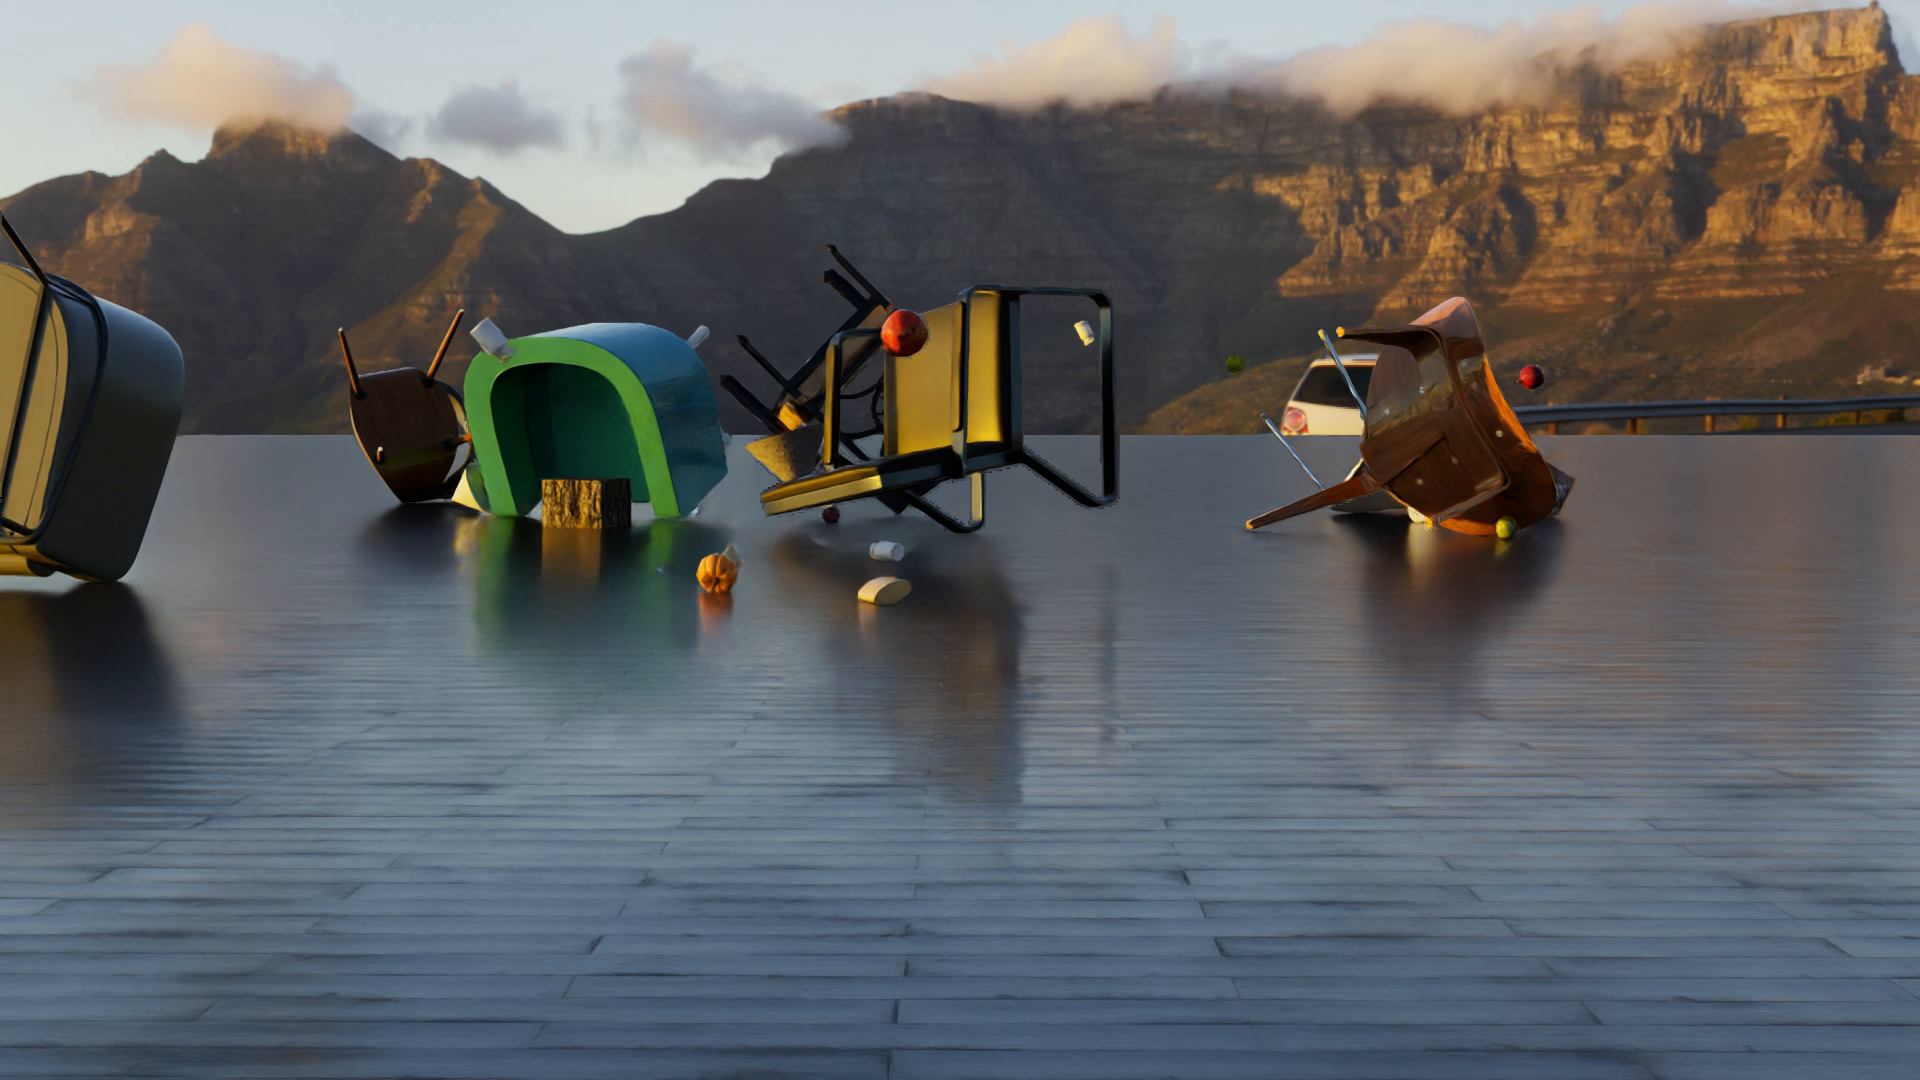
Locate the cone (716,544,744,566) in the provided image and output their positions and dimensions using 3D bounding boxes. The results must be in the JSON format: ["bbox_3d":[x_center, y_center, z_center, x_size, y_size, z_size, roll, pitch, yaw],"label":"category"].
[{"bbox_3d":[-0.586,0.034,5.610,0.074,0.060,0.042,1,4,13],"label":"cone"}]

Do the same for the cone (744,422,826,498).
[{"bbox_3d":[-0.541,-0.240,7.210,0.273,0.219,0.314,-17,1,-32],"label":"cone"}]

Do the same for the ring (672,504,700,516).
[{"bbox_3d":[-0.979,-0.108,7.848,0.113,0.039,0.049,-3,3,-29],"label":"ring"}]

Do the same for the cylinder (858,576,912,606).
[{"bbox_3d":[-0.158,0.106,4.623,0.091,0.042,0.098,-25,13,-20],"label":"cylinder"}]

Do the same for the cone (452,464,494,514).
[{"bbox_3d":[-1.755,-0.162,7.812,0.117,0.193,0.208,-21,-20,9],"label":"cone"}]

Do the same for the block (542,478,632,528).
[{"bbox_3d":[-1.223,-0.124,7.212,0.216,0.155,0.204,1,4,20],"label":"block"}]

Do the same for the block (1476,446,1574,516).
[{"bbox_3d":[1.992,-0.209,7.742,0.255,0.146,0.162,29,-5,-15],"label":"block"}]
